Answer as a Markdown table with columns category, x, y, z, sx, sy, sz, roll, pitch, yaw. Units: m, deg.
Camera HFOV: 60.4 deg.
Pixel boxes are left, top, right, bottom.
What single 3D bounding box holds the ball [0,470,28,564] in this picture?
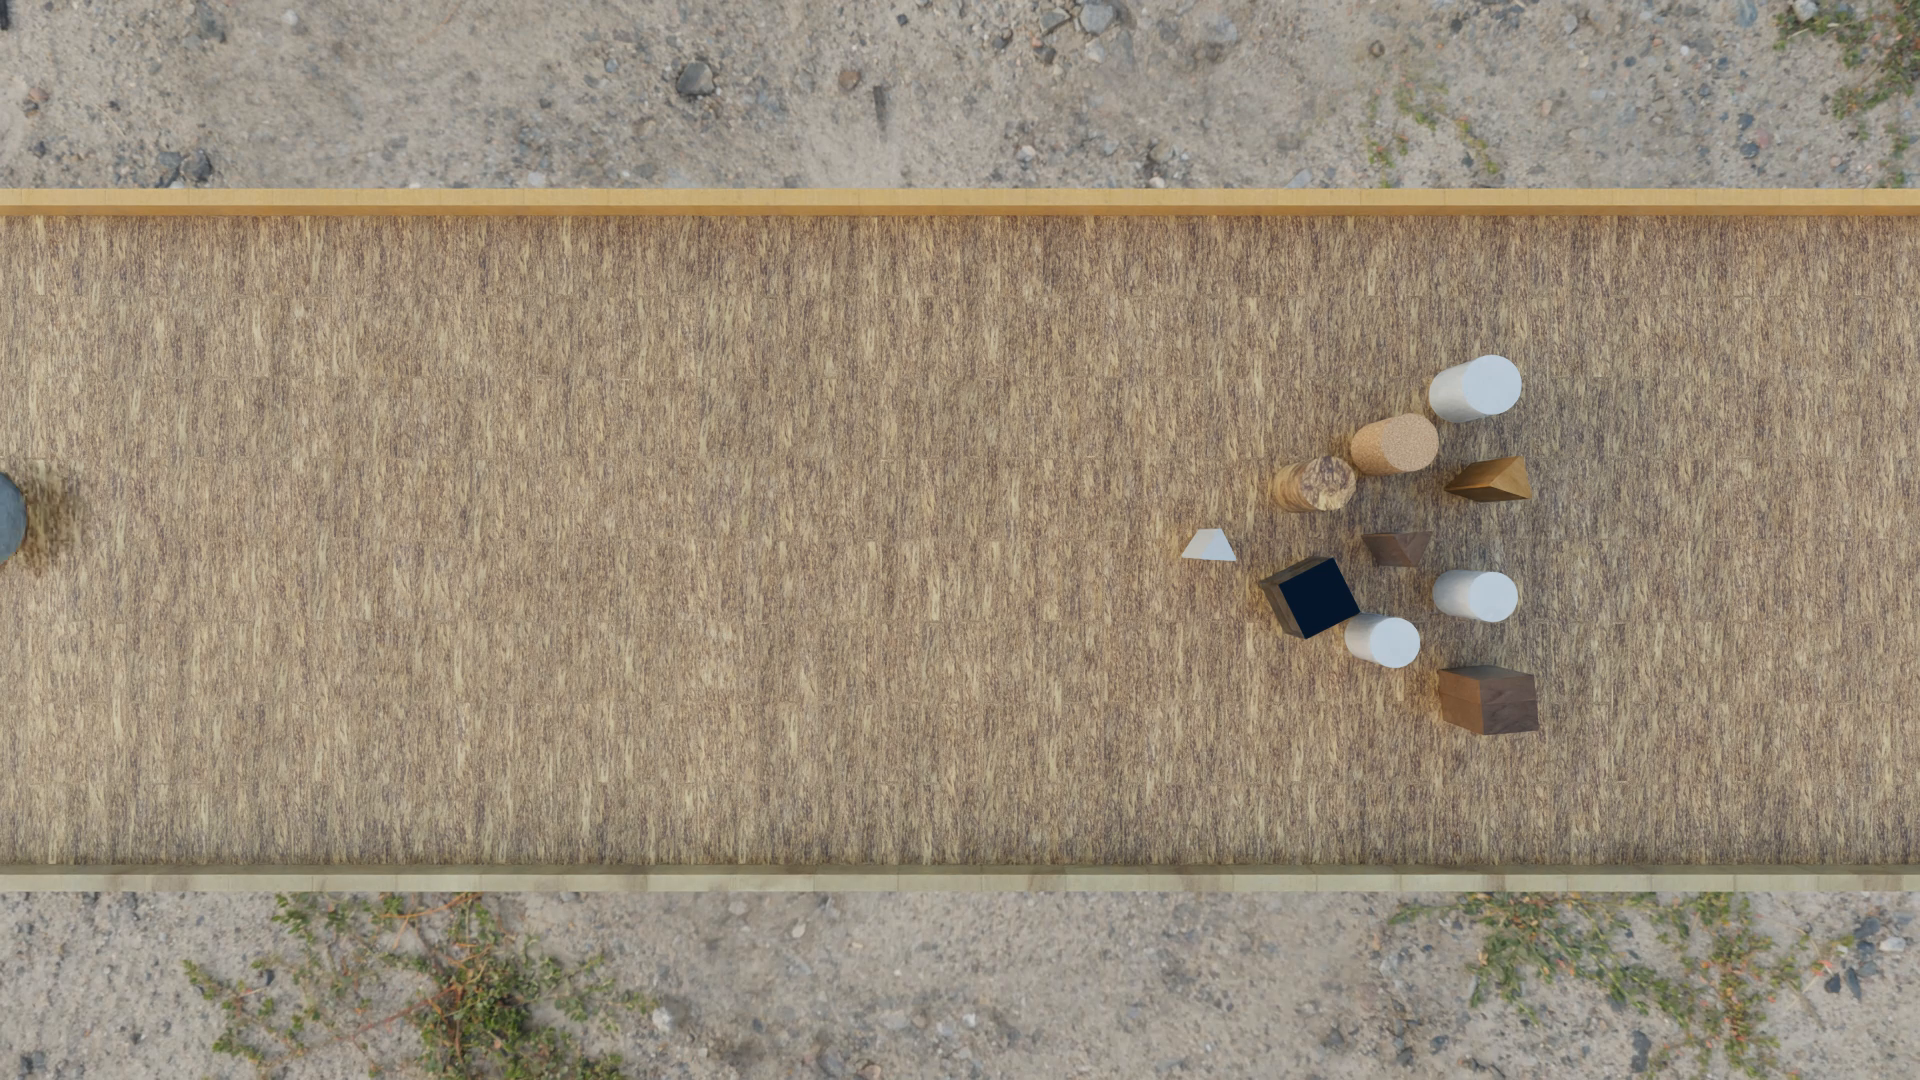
| category | x | y | z | sx | sy | sz | roll | pitch | yaw |
| --- | --- | --- | --- | --- | --- | --- | --- | --- | --- |
| ball | -2.976 | -0.068 | 4.897 | 0.359 | 0.359 | 0.359 | 0 | 90 | 0 |

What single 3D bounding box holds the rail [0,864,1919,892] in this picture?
| category | x | y | z | sx | sy | sz | roll | pitch | yaw |
| --- | --- | --- | --- | --- | --- | --- | --- | --- | --- |
| rail | -2.247 | 1.025 | 5.001 | 12.000 | 0.150 | 0.050 | 0 | 90 | 0 |

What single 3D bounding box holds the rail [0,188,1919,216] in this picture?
| category | x | y | z | sx | sy | sz | roll | pitch | yaw |
| --- | --- | --- | --- | --- | --- | --- | --- | --- | --- |
| rail | -2.247 | -1.025 | 5.002 | 12.000 | 0.150 | 0.050 | 0 | 90 | 0 |

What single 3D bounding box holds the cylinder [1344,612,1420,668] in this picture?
| category | x | y | z | sx | sy | sz | roll | pitch | yaw |
| --- | --- | --- | --- | --- | --- | --- | --- | --- | --- |
| cylinder | 1.256 | 0.297 | 4.920 | 0.146 | 0.314 | 0.146 | 0 | 90 | 0 |

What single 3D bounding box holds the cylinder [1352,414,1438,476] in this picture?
| category | x | y | z | sx | sy | sz | roll | pitch | yaw |
| --- | --- | --- | --- | --- | --- | --- | --- | --- | --- |
| cylinder | 1.286 | -0.279 | 4.895 | 0.166 | 0.363 | 0.166 | 0 | 90 | 0 |

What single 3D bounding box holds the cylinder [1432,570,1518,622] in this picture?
| category | x | y | z | sx | sy | sz | roll | pitch | yaw |
| --- | --- | --- | --- | --- | --- | --- | --- | --- | --- |
| cylinder | 1.526 | 0.163 | 4.899 | 0.144 | 0.354 | 0.144 | 0 | 90 | 0 |

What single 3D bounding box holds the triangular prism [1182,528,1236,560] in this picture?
| category | x | y | z | sx | sy | sz | roll | pitch | yaw |
| --- | --- | --- | --- | --- | --- | --- | --- | --- | --- |
| triangular prism | 0.735 | 0.011 | 4.873 | 0.101 | 0.408 | 0.087 | 3 | 90 | 0 |

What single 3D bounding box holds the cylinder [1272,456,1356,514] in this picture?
| category | x | y | z | sx | sy | sz | roll | pitch | yaw |
| --- | --- | --- | --- | --- | --- | --- | --- | --- | --- |
| cylinder | 1.036 | -0.160 | 4.858 | 0.154 | 0.436 | 0.154 | 0 | 90 | 0 |

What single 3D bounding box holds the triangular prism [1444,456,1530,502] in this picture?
| category | x | y | z | sx | sy | sz | roll | pitch | yaw |
| --- | --- | --- | --- | --- | --- | --- | --- | --- | --- |
| triangular prism | 1.563 | -0.187 | 4.856 | 0.123 | 0.441 | 0.106 | 18 | 90 | 0 |

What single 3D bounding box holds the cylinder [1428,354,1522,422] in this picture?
| category | x | y | z | sx | sy | sz | roll | pitch | yaw |
| --- | --- | --- | --- | --- | --- | --- | --- | --- | --- |
| cylinder | 1.529 | -0.446 | 4.908 | 0.172 | 0.337 | 0.172 | 0 | 90 | 0 |

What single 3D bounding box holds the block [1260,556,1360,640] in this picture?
| category | x | y | z | sx | sy | sz | roll | pitch | yaw |
| --- | --- | --- | --- | --- | --- | --- | --- | --- | --- |
| block | 1.039 | 0.169 | 4.922 | 0.178 | 0.310 | 0.178 | -27 | 90 | 0 |

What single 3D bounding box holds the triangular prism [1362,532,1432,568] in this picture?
| category | x | y | z | sx | sy | sz | roll | pitch | yaw |
| --- | --- | --- | --- | --- | --- | --- | --- | --- | --- |
| triangular prism | 1.305 | 0.004 | 4.886 | 0.097 | 0.382 | 0.113 | -35 | 90 | 0 |

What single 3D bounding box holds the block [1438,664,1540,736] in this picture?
| category | x | y | z | sx | sy | sz | roll | pitch | yaw |
| --- | --- | --- | --- | --- | --- | --- | --- | --- | --- |
| block | 1.558 | 0.469 | 4.878 | 0.158 | 0.398 | 0.158 | -5 | 90 | 0 |
